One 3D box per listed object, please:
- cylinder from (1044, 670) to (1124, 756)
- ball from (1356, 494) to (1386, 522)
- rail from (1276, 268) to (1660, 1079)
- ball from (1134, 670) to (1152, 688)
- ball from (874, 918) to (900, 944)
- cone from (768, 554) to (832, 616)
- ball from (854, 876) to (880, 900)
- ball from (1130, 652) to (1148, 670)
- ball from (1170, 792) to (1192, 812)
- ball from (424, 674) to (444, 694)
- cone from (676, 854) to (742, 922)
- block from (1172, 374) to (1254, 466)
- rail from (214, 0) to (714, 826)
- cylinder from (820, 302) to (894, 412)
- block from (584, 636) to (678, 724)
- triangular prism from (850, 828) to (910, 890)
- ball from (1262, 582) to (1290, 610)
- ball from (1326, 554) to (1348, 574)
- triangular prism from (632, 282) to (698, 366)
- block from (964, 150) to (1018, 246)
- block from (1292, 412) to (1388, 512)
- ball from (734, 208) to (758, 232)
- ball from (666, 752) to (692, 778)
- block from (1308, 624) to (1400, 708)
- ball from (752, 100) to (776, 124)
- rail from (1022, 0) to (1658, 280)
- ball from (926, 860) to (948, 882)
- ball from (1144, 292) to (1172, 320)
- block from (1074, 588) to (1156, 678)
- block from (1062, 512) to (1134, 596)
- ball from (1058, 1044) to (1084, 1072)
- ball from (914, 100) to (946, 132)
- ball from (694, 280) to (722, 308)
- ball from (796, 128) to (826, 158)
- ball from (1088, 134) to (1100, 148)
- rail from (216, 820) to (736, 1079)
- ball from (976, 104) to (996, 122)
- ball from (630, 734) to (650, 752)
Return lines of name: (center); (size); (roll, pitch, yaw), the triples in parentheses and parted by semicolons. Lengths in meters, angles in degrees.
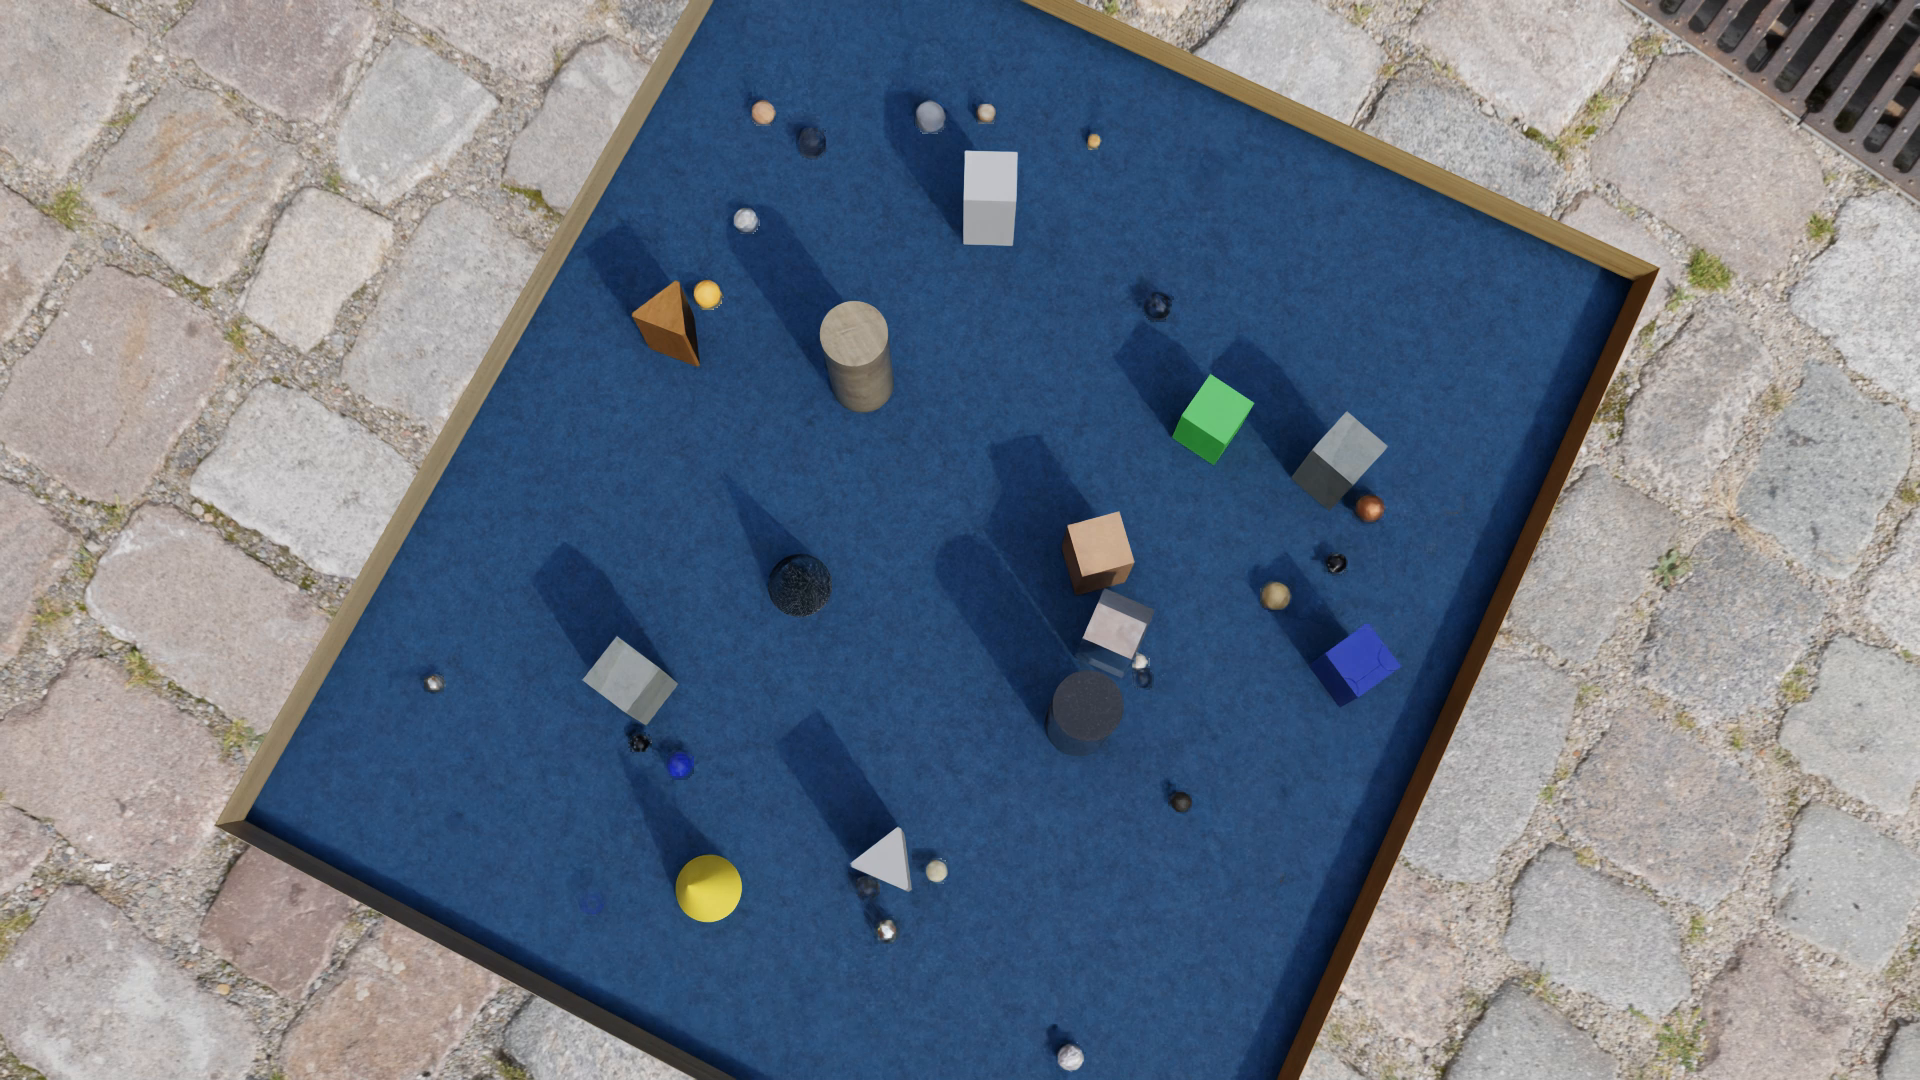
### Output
cylinder: (0.352, 0.504, 5.270); (0.196, 0.474, 0.196); (0, 78, 0)
ball: (1.252, -0.097, 5.592); (0.087, 0.087, 0.087); (0, 78, 0)
rail: (1.369, 0.677, 5.410); (0.045, 0.127, 3.461); (26, 80, 5)
ball: (0.549, 0.417, 5.499); (0.058, 0.058, 0.058); (0, 78, 0)
ball: (-0.212, 1.141, 5.342); (0.076, 0.076, 0.076); (0, 78, 0)
cone: (-0.488, 0.102, 5.410); (0.196, 0.363, 0.196); (0, 78, 0)
ball: (-0.271, 1.019, 5.365); (0.074, 0.074, 0.074); (0, 78, 0)
ball: (0.538, 0.365, 5.515); (0.051, 0.051, 0.051); (0, 78, 0)
ball: (0.655, 0.775, 5.424); (0.062, 0.062, 0.062); (0, 78, 0)
ball: (-1.580, 0.432, 5.497); (0.058, 0.058, 0.058); (0, 78, 0)
cone: (-0.741, 0.984, 5.197); (0.196, 0.423, 0.196); (0, 78, 0)
block: (0.766, -0.362, 5.563); (0.157, 0.253, 0.157); (34, 80, 7)
rail: (-1.369, -0.664, 5.688); (0.045, 0.127, 3.461); (26, 80, 5)
cylinder: (-0.303, -0.541, 5.479); (0.196, 0.488, 0.196); (0, 78, 0)
block: (-0.958, 0.415, 5.354); (0.157, 0.347, 0.157); (36, 81, 7)
triangular prism: (-0.196, 0.900, 5.246); (0.170, 0.361, 0.147); (22, 79, 4)
ball: (0.955, 0.170, 5.536); (0.088, 0.088, 0.088); (0, 78, 0)
ball: (1.145, 0.071, 5.570); (0.063, 0.063, 0.063); (0, 78, 0)
triangular prism: (-0.868, -0.672, 5.595); (0.170, 0.316, 0.147); (21, 79, 4)
block: (0.091, -1.049, 5.647); (0.157, 0.365, 0.157); (2, 78, 0)
block: (1.131, -0.231, 5.486); (0.157, 0.349, 0.157); (42, 81, 8)
ball: (-0.677, -1.011, 5.787); (0.077, 0.077, 0.077); (0, 78, 0)
ball: (-0.832, 0.669, 5.439); (0.077, 0.077, 0.077); (0, 78, 0)
block: (1.162, 0.371, 5.408); (0.157, 0.258, 0.157); (-34, 80, -7)
ball: (-0.629, -1.367, 5.861); (0.076, 0.076, 0.076); (0, 78, 0)
rail: (0.763, -1.488, 5.859); (3.109, 0.127, 0.045); (26, 80, 5)
ball: (-0.069, 0.973, 5.382); (0.065, 0.065, 0.065); (0, 78, 0)
ball: (0.619, -0.731, 5.722); (0.089, 0.089, 0.089); (0, 78, 0)
block: (0.449, 0.276, 5.361); (0.157, 0.388, 0.157); (24, 79, 5)
block: (0.407, 0.044, 5.445); (0.157, 0.319, 0.157); (-15, 79, -3)
ball: (0.318, 1.489, 5.270); (0.075, 0.075, 0.075); (0, 78, 0)
ball: (-0.095, -1.351, 5.846); (0.098, 0.098, 0.098); (0, 78, 0)
ball: (-0.791, -0.770, 5.732); (0.087, 0.087, 0.087); (0, 78, 0)
ball: (-0.472, -1.264, 5.830); (0.095, 0.095, 0.095); (0, 78, 0)
ball: (0.428, -1.276, 5.858); (0.044, 0.044, 0.044); (0, 78, 0)
rail: (-0.763, 1.502, 5.240); (3.109, 0.127, 0.045); (26, 80, 5)
ball: (0.083, -1.367, 5.868); (0.062, 0.062, 0.062); (0, 78, 0)
ball: (-0.954, 0.606, 5.463); (0.056, 0.056, 0.056); (0, 78, 0)
